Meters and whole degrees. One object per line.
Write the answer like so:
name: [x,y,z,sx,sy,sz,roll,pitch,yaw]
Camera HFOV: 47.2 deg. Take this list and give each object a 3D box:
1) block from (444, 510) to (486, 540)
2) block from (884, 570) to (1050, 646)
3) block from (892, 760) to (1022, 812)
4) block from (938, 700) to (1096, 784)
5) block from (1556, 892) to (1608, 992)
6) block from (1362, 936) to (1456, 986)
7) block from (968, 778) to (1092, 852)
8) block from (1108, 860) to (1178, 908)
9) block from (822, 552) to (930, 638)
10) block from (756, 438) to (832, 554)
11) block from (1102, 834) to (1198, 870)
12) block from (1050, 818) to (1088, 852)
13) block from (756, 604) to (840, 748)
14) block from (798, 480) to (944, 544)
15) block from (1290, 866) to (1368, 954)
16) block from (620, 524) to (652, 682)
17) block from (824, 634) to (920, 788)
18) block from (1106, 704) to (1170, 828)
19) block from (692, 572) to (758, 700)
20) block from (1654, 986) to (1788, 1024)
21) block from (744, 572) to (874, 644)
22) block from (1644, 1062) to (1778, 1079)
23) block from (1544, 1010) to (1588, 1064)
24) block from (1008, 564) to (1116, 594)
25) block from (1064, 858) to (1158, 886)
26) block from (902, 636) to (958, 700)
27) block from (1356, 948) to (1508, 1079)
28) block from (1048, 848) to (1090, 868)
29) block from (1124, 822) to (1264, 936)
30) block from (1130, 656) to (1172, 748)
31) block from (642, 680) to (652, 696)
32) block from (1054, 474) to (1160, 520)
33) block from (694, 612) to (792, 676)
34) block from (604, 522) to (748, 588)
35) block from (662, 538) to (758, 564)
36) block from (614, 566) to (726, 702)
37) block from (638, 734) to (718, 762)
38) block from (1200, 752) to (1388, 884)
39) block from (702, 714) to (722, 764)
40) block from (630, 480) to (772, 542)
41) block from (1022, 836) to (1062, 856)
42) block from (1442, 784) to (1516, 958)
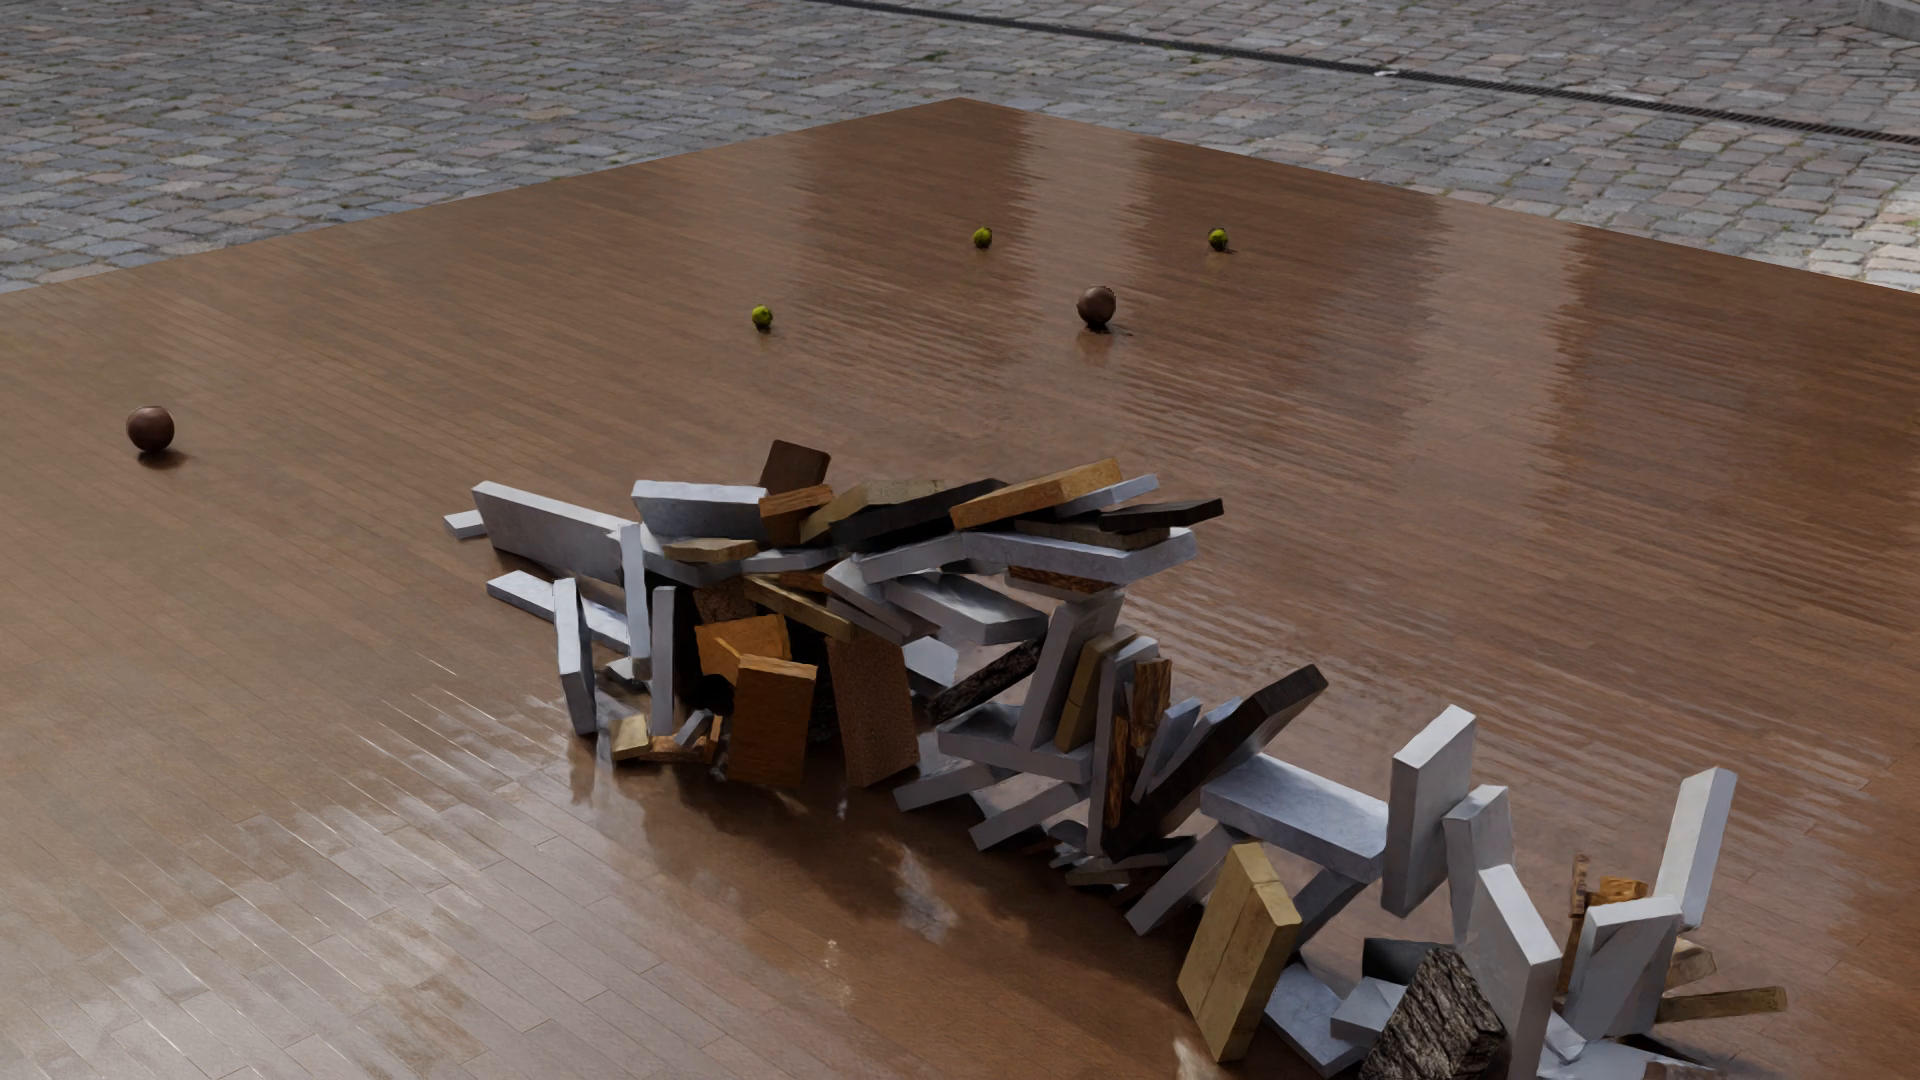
block: [-1.258,-0.053,5.848,0.202,0.029,0.101,-13,26,-28]
block: [0.011,0.130,4.257,0.157,0.044,0.313,-6,19,-38]
block: [0.028,0.465,4.380,0.169,0.048,0.338,-19,-3,-38]
block: [0.142,0.384,4.201,0.337,0.048,0.169,8,22,38]
block: [1.009,0.654,3.567,0.023,0.166,0.083,17,-6,3]
block: [0.812,0.753,3.801,0.230,0.033,0.115,3,45,11]
block: [0.178,0.505,4.249,0.169,0.048,0.338,-21,-9,-40]
block: [0.358,0.631,4.097,0.086,0.024,0.173,-21,-13,-41]
block: [-0.156,0.108,4.381,0.216,0.031,0.108,30,35,20]
block: [-0.395,-0.083,4.932,0.132,0.264,0.037,16,-7,23]
block: [0.353,0.581,4.084,0.086,0.024,0.173,-22,4,-40]
block: [0.228,0.567,4.215,0.106,0.015,0.053,20,30,41]
block: [-0.333,0.272,4.703,0.162,0.323,0.046,-21,18,-41]
block: [-0.183,-0.056,4.501,0.173,0.049,0.347,-2,-12,-27]
block: [0.613,0.645,3.835,0.175,0.351,0.050,-22,66,-41]
block: [-0.694,0.135,4.718,0.043,0.301,0.150,-5,-21,-8]
block: [-0.179,0.332,4.561,0.162,0.323,0.046,-21,19,-41]
block: [0.329,0.412,4.066,0.118,0.236,0.033,-21,35,-40]
block: [-0.452,0.238,4.806,0.164,0.328,0.046,-22,2,-41]
block: [1.235,0.781,3.677,0.266,0.038,0.133,-12,-16,24]
block: [-0.284,0.121,4.583,0.162,0.046,0.323,-21,31,-41]
block: [1.162,0.854,3.284,0.278,0.039,0.139,3,22,25]
block: [0.941,0.780,3.490,0.049,0.014,0.099,-33,65,-30]
block: [0.204,0.050,3.980,0.118,0.034,0.237,-19,17,-31]
block: [0.288,0.625,4.165,0.086,0.024,0.173,-21,6,-40]
block: [-0.164,0.236,4.931,0.327,0.046,0.163,27,28,-9]
block: [0.702,0.815,3.363,0.049,0.347,0.174,9,30,-23]
block: [0.223,0.606,4.237,0.053,0.015,0.106,-21,-5,-41]
block: [0.452,0.584,3.983,0.176,0.351,0.050,-21,67,-41]
block: [0.343,0.291,3.950,0.076,0.152,0.022,-8,15,-44]
block: [-0.691,0.303,4.968,0.058,0.017,0.117,-12,48,-30]
block: [0.257,-0.076,3.886,0.098,0.028,0.195,-20,2,-29]
block: [-0.447,0.215,4.535,0.207,0.104,0.029,-10,0,29]
block: [-0.623,0.025,4.891,0.328,0.046,0.164,17,28,42]
block: [-0.535,0.022,4.708,0.103,0.029,0.207,-14,11,-39]
block: [-0.632,0.184,4.960,0.164,0.328,0.046,-23,-6,-42]
block: [-0.602,0.444,4.686,0.156,0.022,0.078,2,23,4]
block: [0.604,0.474,3.772,0.351,0.050,0.175,20,30,40]
block: [-0.510,0.410,4.521,0.016,0.116,0.058,13,59,-9]
block: [-0.555,-0.063,4.840,0.304,0.152,0.043,4,58,14]
block: [0.173,0.588,4.283,0.053,0.015,0.106,-21,-3,-41]
block: [0.870,0.592,3.645,0.047,0.334,0.167,0,13,35]
